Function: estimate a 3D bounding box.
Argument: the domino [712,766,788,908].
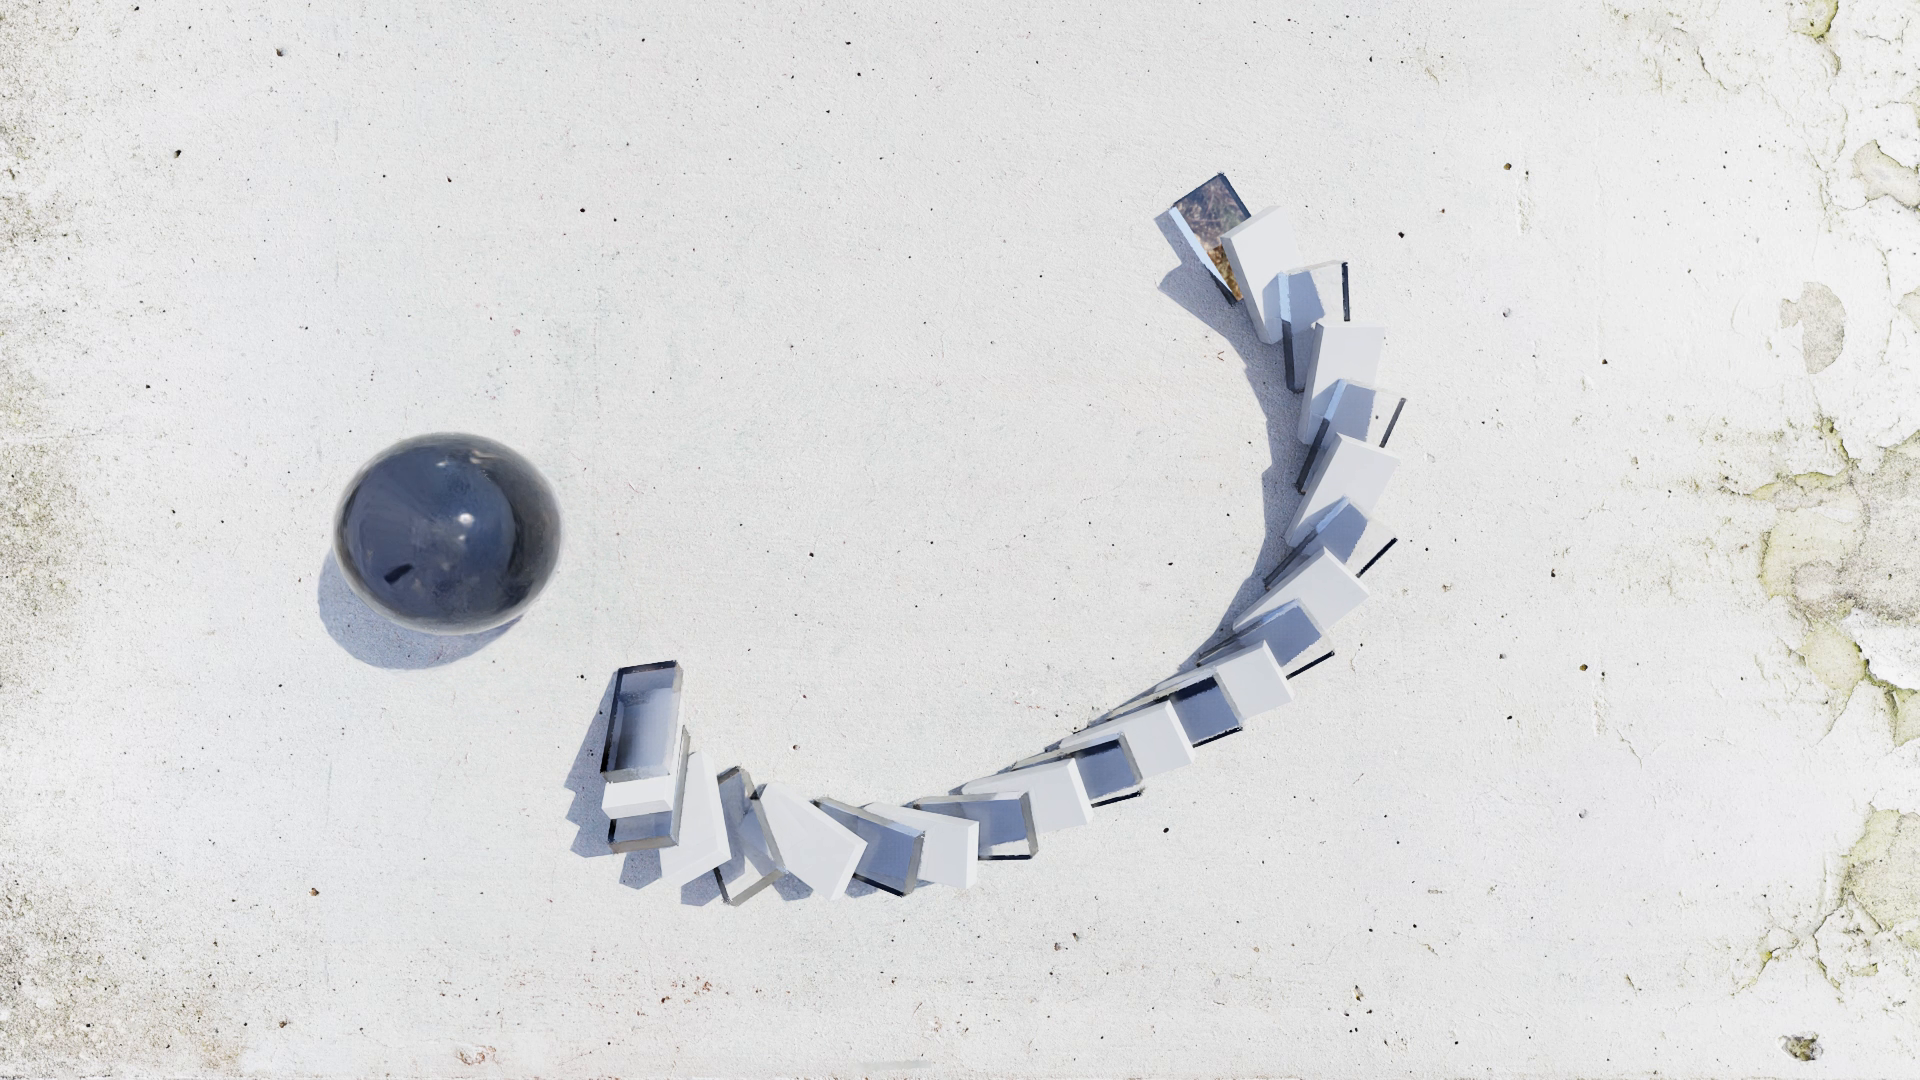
[{"bbox_3d":[-0.093,0.123,0.382,0.025,0.009,0.050,-34,55,0],"label":"domino"}]

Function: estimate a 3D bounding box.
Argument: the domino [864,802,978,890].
[{"bbox_3d":[-0.017,0.128,0.385,0.050,0.009,0.025,2,90,26],"label":"domino"}]

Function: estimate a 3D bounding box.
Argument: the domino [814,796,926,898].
[{"bbox_3d":[-0.041,0.128,0.385,0.050,0.010,0.025,11,90,26],"label":"domino"}]

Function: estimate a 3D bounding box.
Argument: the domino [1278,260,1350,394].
[{"bbox_3d":[0.150,-0.090,0.386,0.025,0.010,0.050,-14,114,0],"label":"domino"}]

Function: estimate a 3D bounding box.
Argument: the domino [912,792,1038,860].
[{"bbox_3d":[0.006,0.121,0.385,0.050,0.009,0.025,-11,90,26],"label":"domino"}]

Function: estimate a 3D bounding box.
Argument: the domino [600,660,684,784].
[{"bbox_3d":[-0.131,0.074,0.380,0.025,0.010,0.050,-8,47,0],"label":"domino"}]

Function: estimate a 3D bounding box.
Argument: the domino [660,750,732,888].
[{"bbox_3d":[-0.112,0.114,0.379,0.025,0.050,0.010,-29,135,1],"label":"domino"}]

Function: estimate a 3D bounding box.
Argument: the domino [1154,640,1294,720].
[{"bbox_3d":[0.110,0.064,0.385,0.050,0.009,0.025,-29,91,25],"label":"domino"}]

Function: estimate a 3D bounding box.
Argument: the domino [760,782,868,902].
[{"bbox_3d":[-0.066,0.126,0.385,0.050,0.010,0.025,26,90,26],"label":"domino"}]

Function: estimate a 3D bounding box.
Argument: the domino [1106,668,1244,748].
[{"bbox_3d":[0.090,0.076,0.385,0.050,0.009,0.025,-29,90,25],"label":"domino"}]

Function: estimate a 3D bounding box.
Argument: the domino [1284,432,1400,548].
[{"bbox_3d":[0.160,-0.017,0.385,0.025,0.009,0.050,19,115,0],"label":"domino"}]

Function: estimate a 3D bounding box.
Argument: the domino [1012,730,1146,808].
[{"bbox_3d":[0.050,0.100,0.385,0.050,0.009,0.025,-23,90,25],"label":"domino"}]

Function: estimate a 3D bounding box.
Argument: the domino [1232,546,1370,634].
[{"bbox_3d":[0.142,0.029,0.385,0.025,0.009,0.050,43,116,0],"label":"domino"}]

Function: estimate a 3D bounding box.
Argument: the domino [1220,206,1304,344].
[{"bbox_3d":[0.131,-0.111,0.385,0.025,0.009,0.050,-32,115,-1],"label":"domino"}]

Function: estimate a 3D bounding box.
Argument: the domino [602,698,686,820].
[{"bbox_3d":[-0.130,0.088,0.380,0.025,0.010,0.050,-8,47,0],"label":"domino"}]

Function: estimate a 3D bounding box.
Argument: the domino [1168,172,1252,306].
[{"bbox_3d":[0.115,-0.130,0.395,0.025,0.010,0.050,-33,90,0],"label":"domino"}]

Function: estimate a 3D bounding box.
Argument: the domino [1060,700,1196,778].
[{"bbox_3d":[0.070,0.088,0.385,0.050,0.009,0.025,-26,90,25],"label":"domino"}]

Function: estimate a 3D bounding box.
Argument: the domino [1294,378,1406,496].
[{"bbox_3d":[0.163,-0.040,0.385,0.025,0.009,0.050,14,115,0],"label":"domino"}]

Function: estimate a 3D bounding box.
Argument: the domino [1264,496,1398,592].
[{"bbox_3d":[0.155,0.009,0.385,0.025,0.009,0.050,37,116,0],"label":"domino"}]

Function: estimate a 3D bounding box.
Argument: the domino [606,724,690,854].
[{"bbox_3d":[-0.128,0.102,0.379,0.025,0.010,0.050,-8,47,0],"label":"domino"}]

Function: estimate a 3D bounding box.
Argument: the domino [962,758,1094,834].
[{"bbox_3d":[0.028,0.110,0.385,0.050,0.009,0.025,-20,90,24],"label":"domino"}]

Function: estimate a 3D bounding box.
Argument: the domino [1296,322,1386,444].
[{"bbox_3d":[0.159,-0.066,0.385,0.025,0.010,0.050,0,116,0],"label":"domino"}]

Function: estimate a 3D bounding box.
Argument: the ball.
[{"bbox_3d":[-0.198,-0.002,0.360,0.080,0.080,0.080,0,90,0],"label":"ball"}]

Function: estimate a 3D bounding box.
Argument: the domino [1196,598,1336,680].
[{"bbox_3d":[0.128,0.048,0.385,0.050,0.009,0.025,-37,90,25],"label":"domino"}]
